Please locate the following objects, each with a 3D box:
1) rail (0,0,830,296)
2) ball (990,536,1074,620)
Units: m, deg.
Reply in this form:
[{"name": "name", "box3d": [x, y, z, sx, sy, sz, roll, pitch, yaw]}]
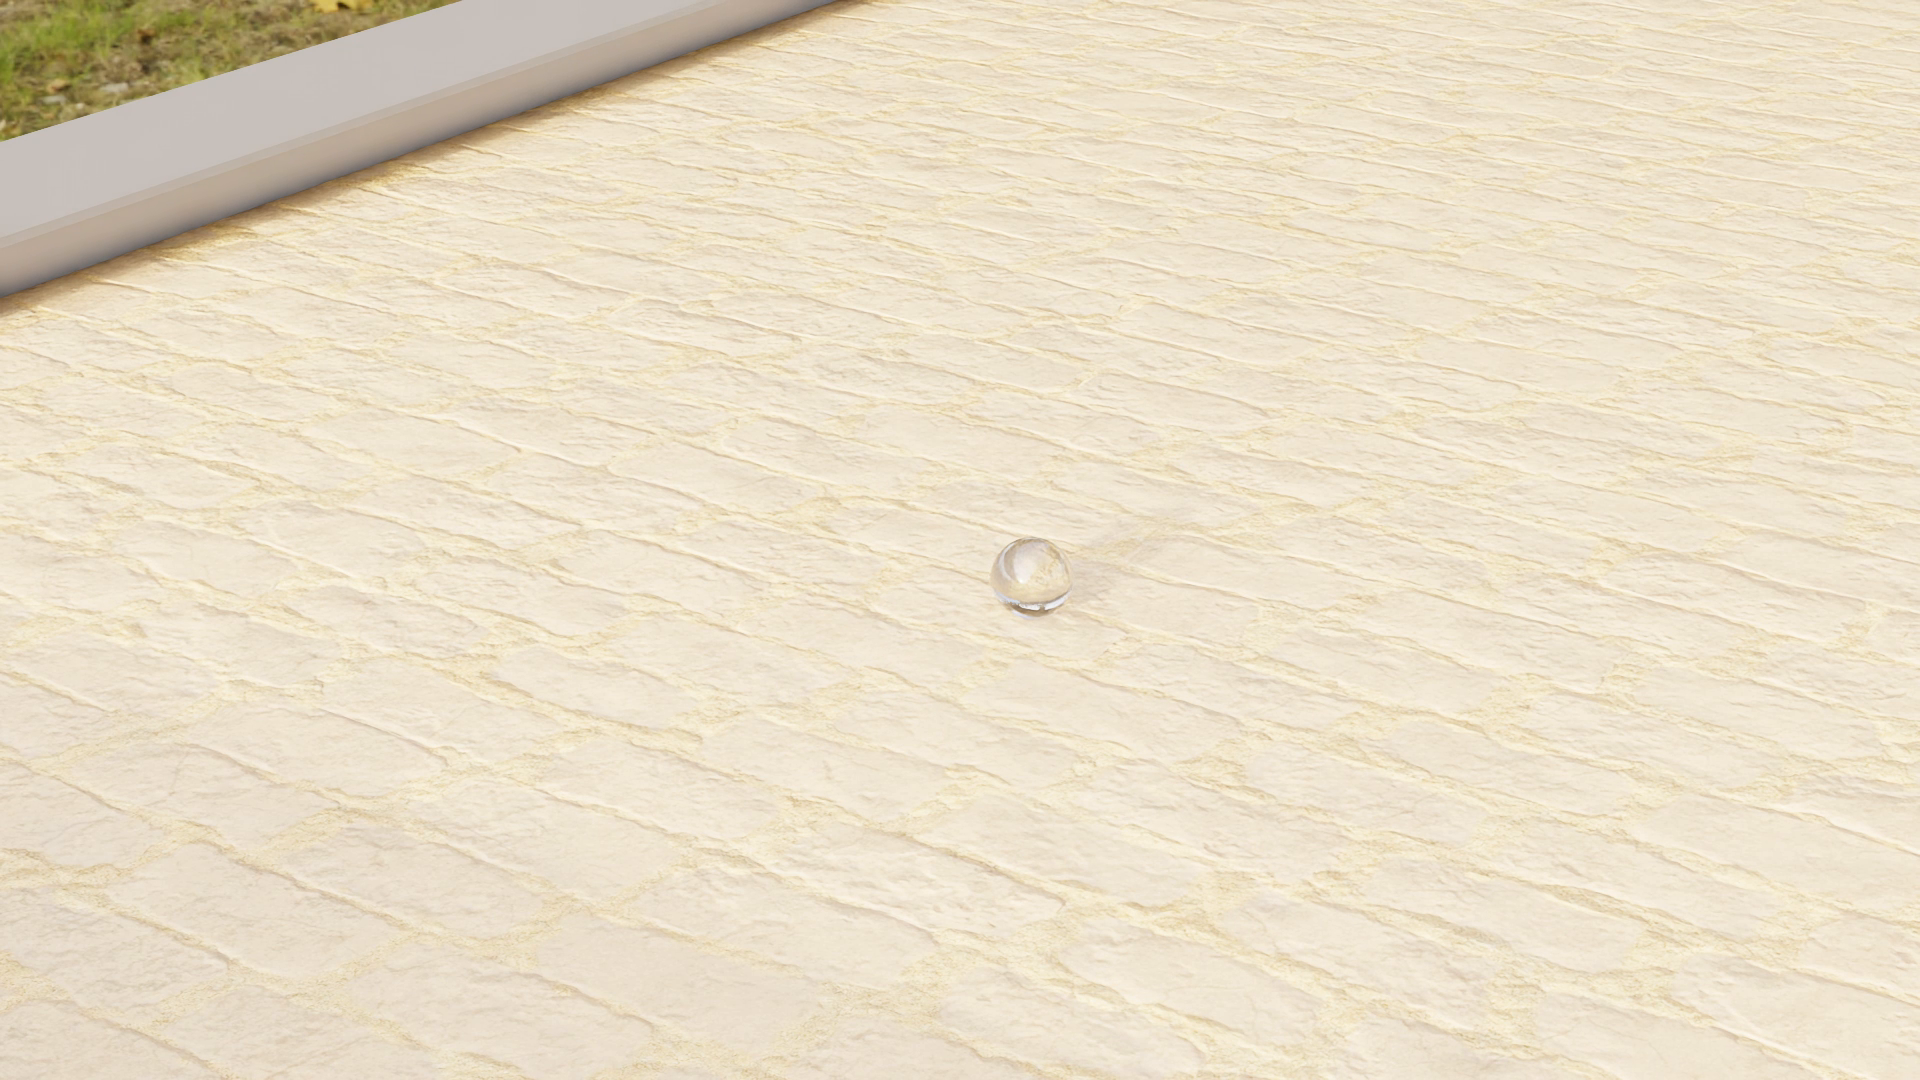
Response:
[{"name": "rail", "box3d": [-0.256, -0.548, 2.959, 0.045, 0.121, 3.543, 16, 29, 30]}, {"name": "ball", "box3d": [0.044, 0.023, 1.812, 0.051, 0.051, 0.051, 0, 25, 0]}]
